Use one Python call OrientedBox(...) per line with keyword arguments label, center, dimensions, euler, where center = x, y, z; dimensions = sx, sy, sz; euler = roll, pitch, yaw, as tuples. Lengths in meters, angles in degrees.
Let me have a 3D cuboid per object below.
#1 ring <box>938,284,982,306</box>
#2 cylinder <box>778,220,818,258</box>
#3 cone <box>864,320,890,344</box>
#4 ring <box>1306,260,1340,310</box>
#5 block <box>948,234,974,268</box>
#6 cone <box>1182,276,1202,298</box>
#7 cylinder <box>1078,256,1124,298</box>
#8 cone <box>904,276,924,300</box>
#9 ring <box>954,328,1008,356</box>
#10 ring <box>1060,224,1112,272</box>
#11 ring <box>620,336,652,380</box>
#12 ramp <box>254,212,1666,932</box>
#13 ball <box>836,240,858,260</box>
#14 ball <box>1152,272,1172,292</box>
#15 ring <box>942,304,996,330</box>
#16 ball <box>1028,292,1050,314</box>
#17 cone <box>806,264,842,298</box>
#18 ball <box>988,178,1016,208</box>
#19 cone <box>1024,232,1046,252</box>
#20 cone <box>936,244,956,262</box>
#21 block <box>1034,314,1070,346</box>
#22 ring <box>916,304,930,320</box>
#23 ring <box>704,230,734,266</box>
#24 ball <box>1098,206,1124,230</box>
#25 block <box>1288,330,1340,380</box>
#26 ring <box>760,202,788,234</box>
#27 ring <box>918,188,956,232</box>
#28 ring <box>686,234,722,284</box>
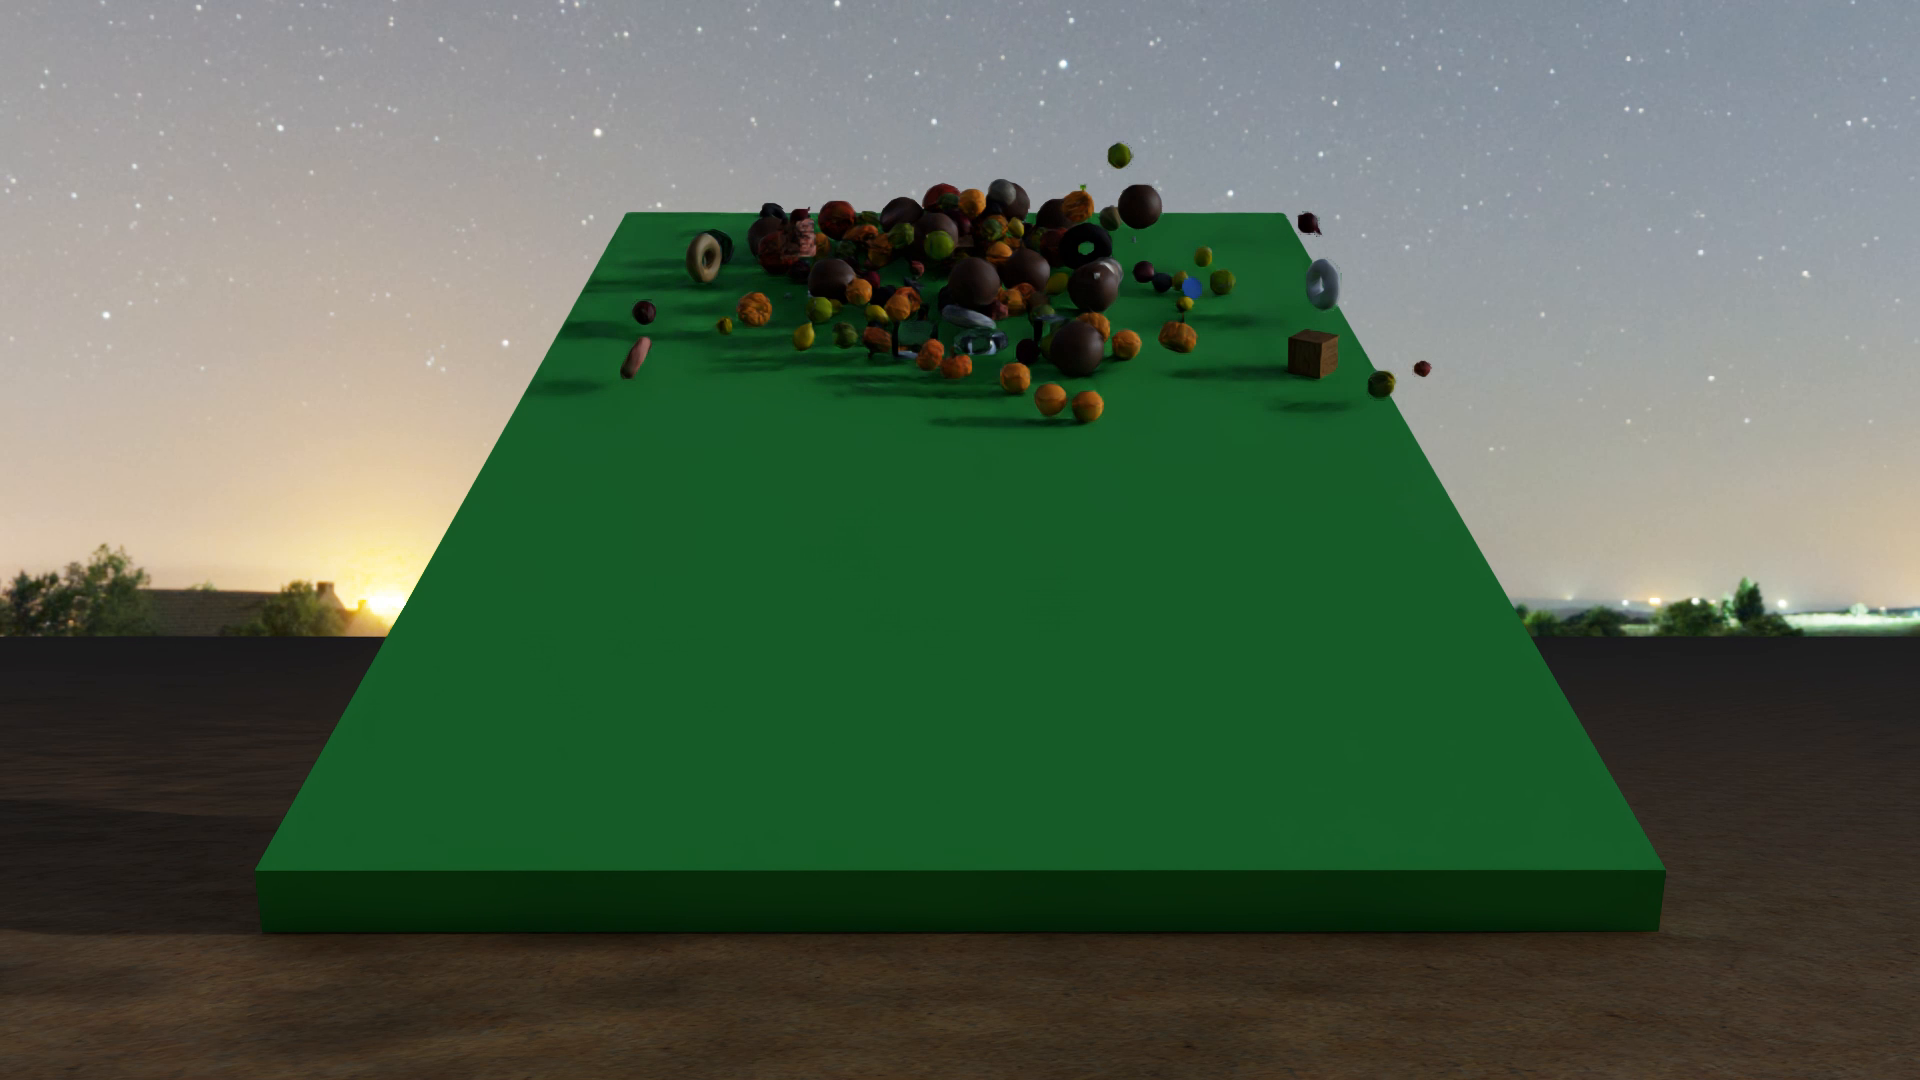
OrientedBox(label="ring", center=(0.002, -0.645, 6.018), dimensions=(0.116, 0.039, 0.116), euler=(1, 21, 0))
OrientedBox(label="cylinder", center=(-0.407, -0.753, 5.730), dimensions=(0.091, 0.091, 0.091), euler=(-5, 8, 1))
OrientedBox(label="cone", center=(-0.194, -0.507, 5.678), dimensions=(0.065, 0.065, 0.065), euler=(-2, -16, 38))
OrientedBox(label="ring", center=(0.926, -0.651, 5.839), dimensions=(0.044, 0.132, 0.132), euler=(-8, 1, -21))
OrientedBox(label="block", center=(0.001, -0.803, 6.346), dimensions=(0.067, 0.067, 0.067), euler=(1, 41, -5))
OrientedBox(label="cone", center=(0.606, -0.664, 6.085), dimensions=(0.060, 0.060, 0.060), euler=(1, -6, -18))
OrientedBox(label="cylinder", center=(0.375, -0.698, 6.076), dimensions=(0.091, 0.091, 0.091), euler=(-1, 22, 27))
OrientedBox(label="cone", center=(-0.132, -0.674, 6.023), dimensions=(0.059, 0.059, 0.059), euler=(-37, 13, 10))
OrientedBox(label="ring", center=(0.052, -0.487, 5.609), dimensions=(0.134, 0.045, 0.134), euler=(-1, 21, 1))
OrientedBox(label="ring", center=(0.345, -0.799, 6.259), dimensions=(0.148, 0.148, 0.049), euler=(0, 39, -4))
OrientedBox(label="ring", center=(-0.752, -0.423, 5.314), dimensions=(0.037, 0.112, 0.112), euler=(30, -7, -8))
OrientedBox(label="ramp", center=(-0.006, -0.218, 5.121), dimensions=(2.000, 0.100, 4.000), euler=(0, 21, 0))
OrientedBox(label="ball", center=(-0.317, -0.813, 6.417), dimensions=(0.058, 0.058, 0.058), euler=(0, -2, 0))
OrientedBox(label="ball", center=(0.541, -0.689, 6.110), dimensions=(0.054, 0.054, 0.054), euler=(0, -2, 0))
OrientedBox(label="ring", center=(0.021, -0.549, 5.710), dimensions=(0.140, 0.047, 0.140), euler=(19, 3, -1))
OrientedBox(label="ball", center=(0.204, -0.612, 5.908), dimensions=(0.058, 0.058, 0.058), euler=(0, -2, 0))
OrientedBox(label="cone", center=(-0.373, -0.669, 6.063), dimensions=(0.090, 0.090, 0.090), euler=(-36, -3, 0))
OrientedBox(label="ball", center=(0.117, -0.973, 6.423), dimensions=(0.081, 0.081, 0.081), euler=(0, -2, 0))
OrientedBox(label="cone", center=(0.214, -0.843, 6.539), dimensions=(0.058, 0.058, 0.058), euler=(0, -5, 2))
OrientedBox(label="cone", center=(-0.028, -0.776, 6.248), dimensions=(0.052, 0.052, 0.052), euler=(32, 17, 34))
OrientedBox(label="block", center=(0.227, -0.520, 5.671), dimensions=(0.061, 0.061, 0.061), euler=(-16, 27, -35))
OrientedBox(label="ring", center=(-0.094, -0.558, 5.745), dimensions=(0.025, 0.075, 0.075), euler=(12, -2, 0))
OrientedBox(label="ring", center=(-0.681, -0.811, 6.359), dimensions=(0.105, 0.105, 0.035), euler=(1, -12, -13))
OrientedBox(label="ball", center=(0.446, -0.949, 6.744), dimensions=(0.073, 0.073, 0.073), euler=(0, -2, 0))
OrientedBox(label="block", center=(0.839, -0.442, 5.440), dimensions=(0.087, 0.087, 0.087), euler=(15, 26, 33))
OrientedBox(label="ring", center=(-0.544, -0.942, 6.703), dimensions=(0.033, 0.100, 0.100), euler=(-25, -16, 33))
OrientedBox(label="ring", center=(-0.069, -0.969, 6.726), dimensions=(0.049, 0.146, 0.146), euler=(36, -13, -15))
OrientedBox(label="ring", center=(-0.689, -0.756, 6.148), dimensions=(0.045, 0.135, 0.135), euler=(9, 2, 27))
